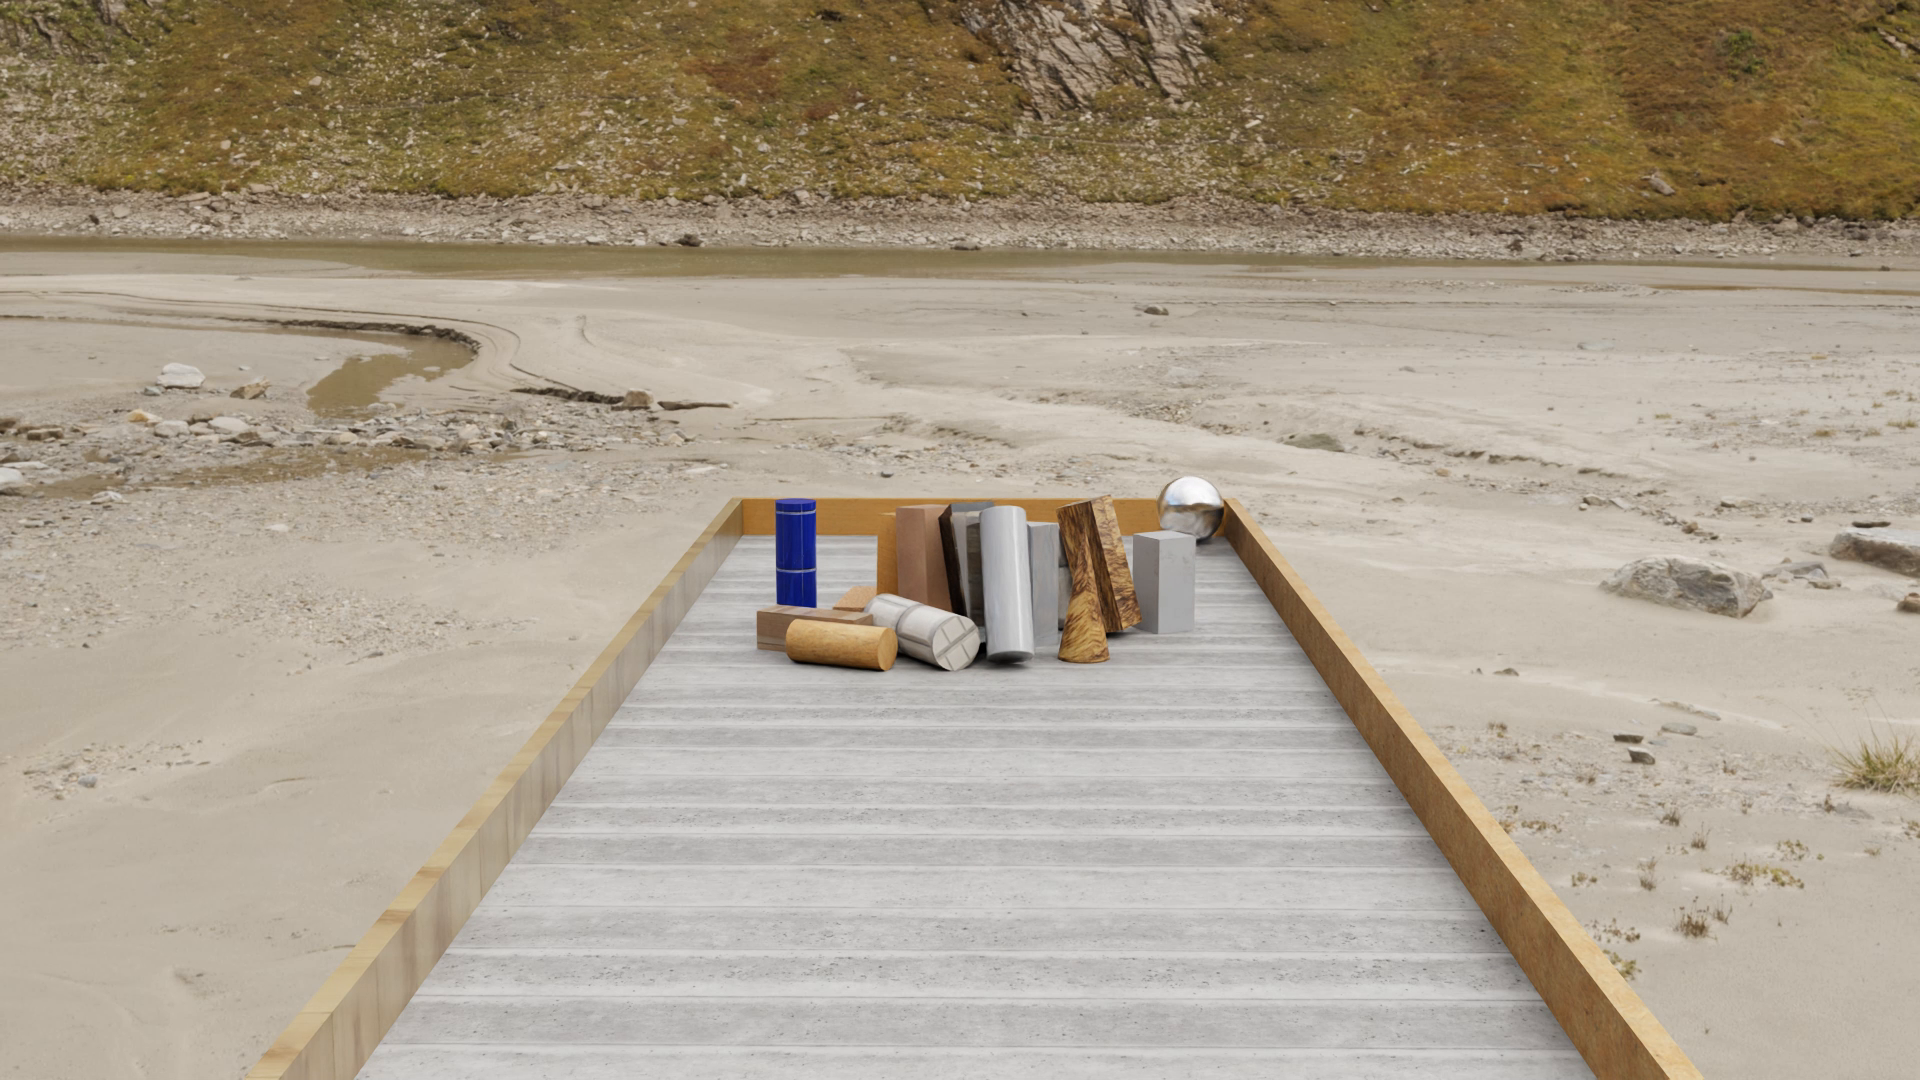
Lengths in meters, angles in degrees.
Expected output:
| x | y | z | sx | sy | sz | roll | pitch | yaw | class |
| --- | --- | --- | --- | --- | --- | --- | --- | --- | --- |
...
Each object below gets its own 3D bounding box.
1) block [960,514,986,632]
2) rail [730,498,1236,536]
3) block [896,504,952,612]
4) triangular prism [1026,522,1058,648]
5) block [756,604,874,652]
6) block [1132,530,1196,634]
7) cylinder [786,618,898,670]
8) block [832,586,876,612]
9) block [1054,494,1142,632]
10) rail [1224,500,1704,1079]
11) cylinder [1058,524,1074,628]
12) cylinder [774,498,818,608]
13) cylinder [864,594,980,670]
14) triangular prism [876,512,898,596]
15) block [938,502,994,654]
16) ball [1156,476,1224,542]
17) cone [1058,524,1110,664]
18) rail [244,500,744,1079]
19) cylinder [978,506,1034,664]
| x | y | z | sx | sy | sz | roll | pitch | yaw | class |
| --- | --- | --- | --- | --- | --- | --- | --- | --- | --- |
| 0.090 | 0.107 | 7.186 | 0.149 | 0.360 | 0.149 | 3 | 9 | 16 | block |
| 0.099 | -0.098 | 9.147 | 2.100 | 0.150 | 0.050 | 0 | 9 | 1 | rail |
| -0.095 | 0.103 | 6.977 | 0.146 | 0.420 | 0.146 | -6 | 6 | -39 | block |
| 0.235 | 0.137 | 6.921 | 0.113 | 0.384 | 0.097 | -8 | 12 | -40 | triangular prism |
| -0.451 | 0.284 | 6.829 | 0.346 | 0.121 | 0.121 | 4 | 10 | 26 | block |
| 0.663 | 0.136 | 7.163 | 0.145 | 0.309 | 0.145 | -5 | 11 | -31 | block |
| -0.357 | 0.314 | 6.617 | 0.314 | 0.128 | 0.128 | 4 | 10 | 26 | cylinder |
| -0.330 | 0.237 | 7.182 | 0.104 | 0.104 | 0.373 | 1 | 9 | 7 | block |
| 0.446 | 0.081 | 7.066 | 0.135 | 0.423 | 0.135 | -12 | 4 | 33 | block |
| 1.046 | 0.843 | 3.208 | 0.050 | 0.150 | 12.000 | 0 | 9 | 1 | rail |
| 0.343 | 0.116 | 7.180 | 0.134 | 0.328 | 0.134 | -9 | 7 | 1 | cylinder |
| -0.537 | 0.076 | 7.215 | 0.134 | 0.411 | 0.134 | 0 | 9 | 0 | cylinder |
| -0.124 | 0.278 | 6.727 | 0.166 | 0.166 | 0.436 | -5 | 11 | -31 | cylinder |
| -0.186 | 0.097 | 7.203 | 0.135 | 0.373 | 0.117 | 5 | 10 | 23 | triangular prism |
| 0.050 | 0.118 | 6.790 | 0.140 | 0.447 | 0.140 | -3 | -17 | -18 | block |
| 0.933 | -0.123 | 8.911 | 0.274 | 0.274 | 0.274 | 0 | 9 | 0 | ball |
| 0.379 | 0.157 | 6.697 | 0.162 | 0.413 | 0.162 | 0 | 9 | 0 | cone |
| -1.004 | 0.839 | 3.234 | 0.050 | 0.150 | 12.000 | 0 | 9 | 1 | rail |
| 0.141 | 0.135 | 6.655 | 0.144 | 0.456 | 0.144 | -3 | -18 | -1 | cylinder |
